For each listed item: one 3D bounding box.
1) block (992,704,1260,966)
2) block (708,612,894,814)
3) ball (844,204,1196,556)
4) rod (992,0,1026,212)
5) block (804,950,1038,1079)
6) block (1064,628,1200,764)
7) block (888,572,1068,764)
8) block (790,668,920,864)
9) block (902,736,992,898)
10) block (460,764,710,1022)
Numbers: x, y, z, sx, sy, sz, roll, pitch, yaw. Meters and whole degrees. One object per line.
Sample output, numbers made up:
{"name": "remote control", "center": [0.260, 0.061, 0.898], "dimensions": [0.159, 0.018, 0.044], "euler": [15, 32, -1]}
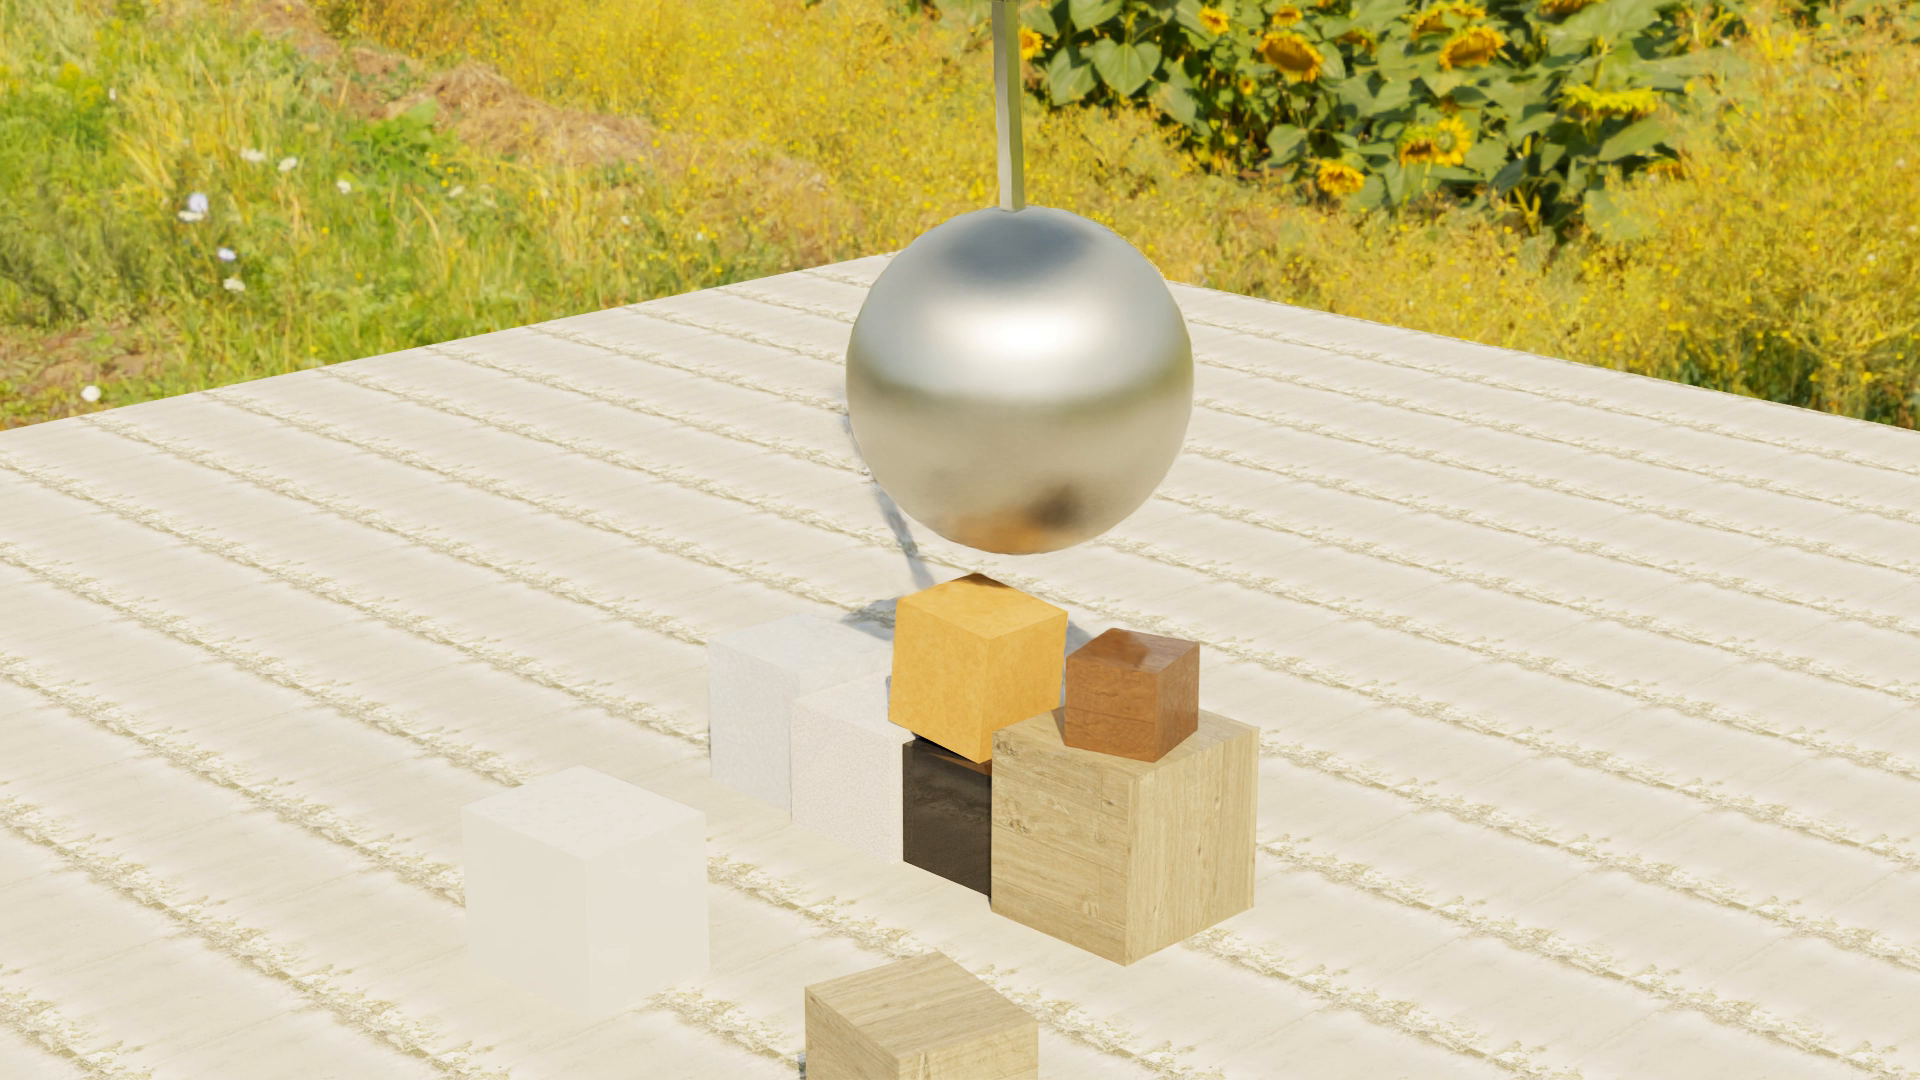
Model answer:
{"name": "block", "center": [0.727, 1.240, 12.967], "dimensions": [0.798, 0.858, 0.862], "euler": [17, 24, 42]}
{"name": "block", "center": [-0.774, 0.847, 14.420], "dimensions": [0.614, 0.738, 0.687], "euler": [-16, 23, -41]}
{"name": "ball", "center": [0.271, -0.730, 13.397], "dimensions": [1.600, 1.600, 1.600], "euler": [0, 17, 0]}
{"name": "rod", "center": [0.118, -3.921, 12.233], "dimensions": [0.080, 5.200, 0.080], "euler": [17, 28, 42]}
{"name": "block", "center": [-0.147, 2.007, 10.931], "dimensions": [0.592, 0.617, 0.694], "euler": [-11, 20, -30]}
{"name": "block", "center": [0.747, 0.667, 12.688], "dimensions": [0.427, 0.404, 0.453], "euler": [9, 20, 27]}
{"name": "block", "center": [0.080, 0.578, 13.437], "dimensions": [0.574, 0.610, 0.528], "euler": [23, 28, 38]}
{"name": "block", "center": [-0.280, 1.047, 13.961], "dimensions": [0.798, 0.632, 0.677], "euler": [-17, 24, -42]}
{"name": "block", "center": [0.205, 1.212, 13.512], "dimensions": [0.659, 0.585, 0.666], "euler": [-17, 24, -42]}
{"name": "block", "center": [-1.585, 1.480, 12.426], "dimensions": [0.806, 0.725, 0.658], "euler": [16, 23, 40]}
